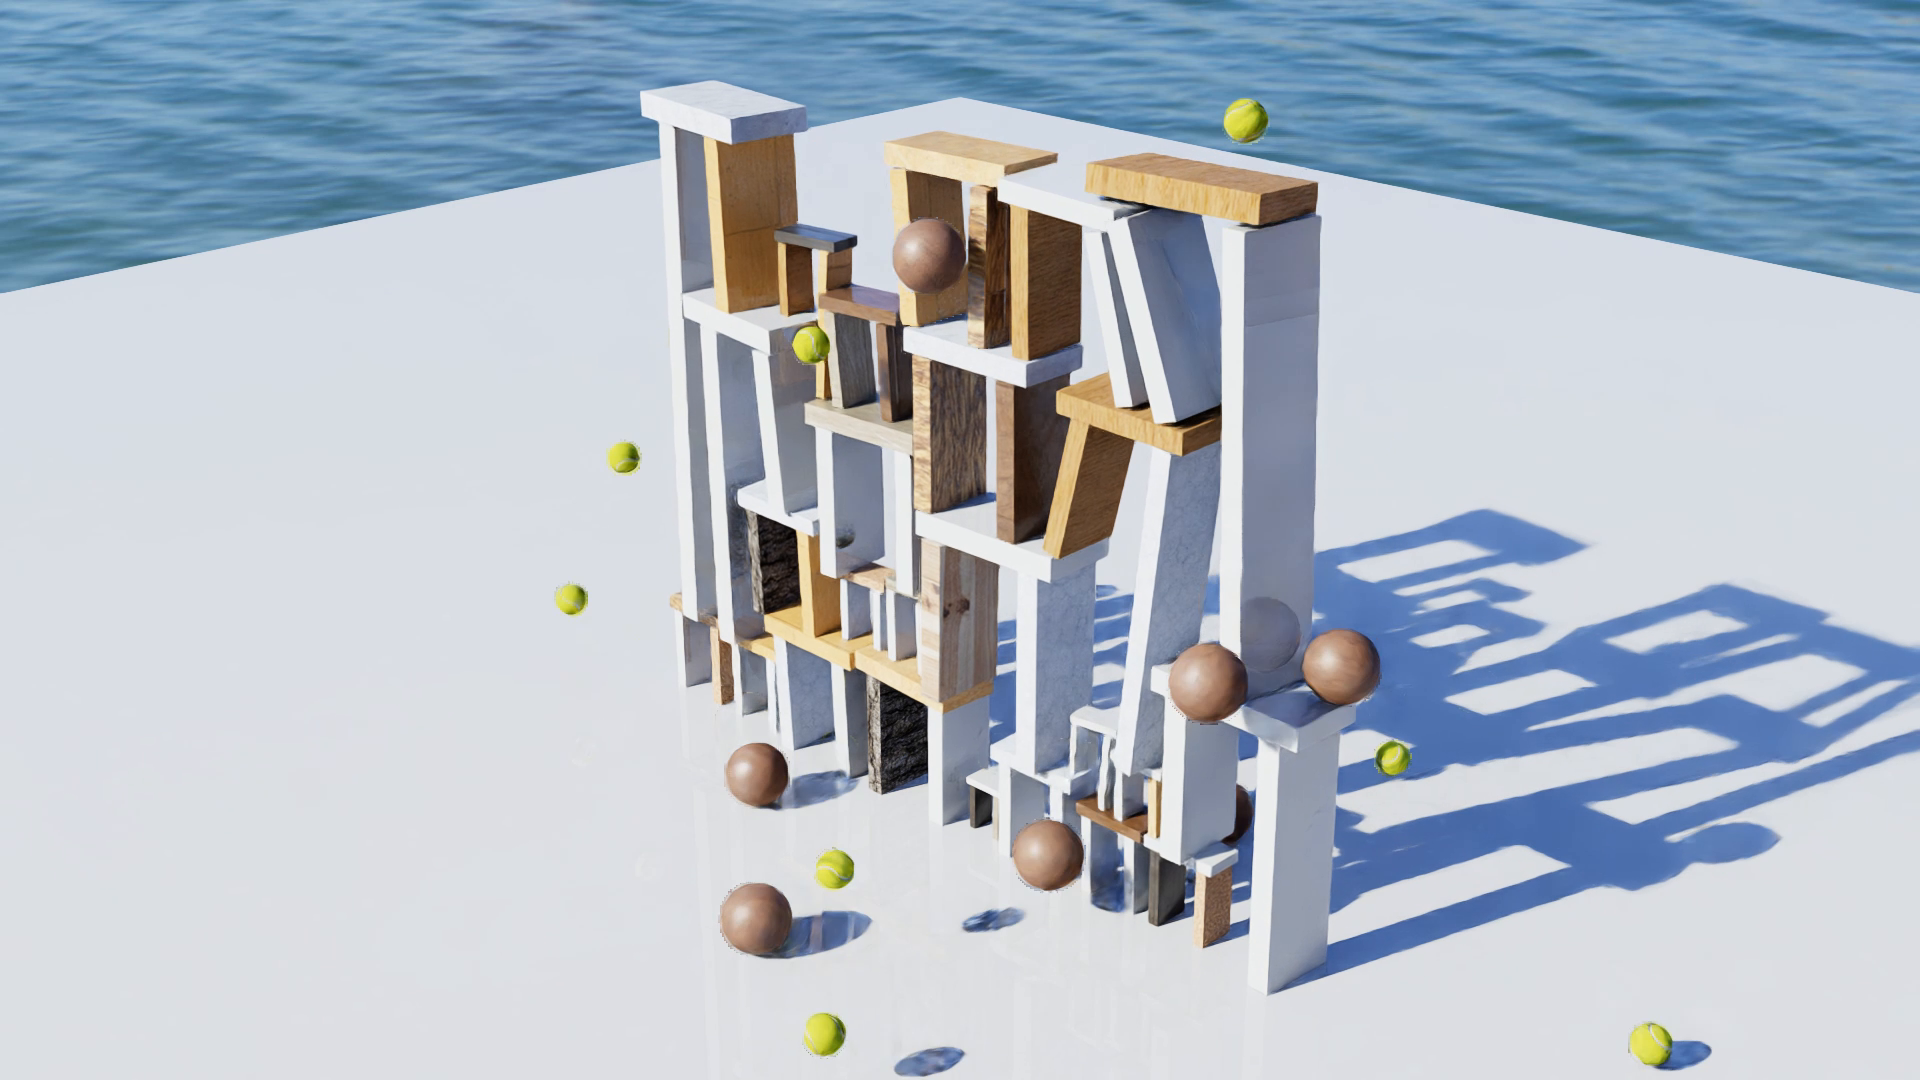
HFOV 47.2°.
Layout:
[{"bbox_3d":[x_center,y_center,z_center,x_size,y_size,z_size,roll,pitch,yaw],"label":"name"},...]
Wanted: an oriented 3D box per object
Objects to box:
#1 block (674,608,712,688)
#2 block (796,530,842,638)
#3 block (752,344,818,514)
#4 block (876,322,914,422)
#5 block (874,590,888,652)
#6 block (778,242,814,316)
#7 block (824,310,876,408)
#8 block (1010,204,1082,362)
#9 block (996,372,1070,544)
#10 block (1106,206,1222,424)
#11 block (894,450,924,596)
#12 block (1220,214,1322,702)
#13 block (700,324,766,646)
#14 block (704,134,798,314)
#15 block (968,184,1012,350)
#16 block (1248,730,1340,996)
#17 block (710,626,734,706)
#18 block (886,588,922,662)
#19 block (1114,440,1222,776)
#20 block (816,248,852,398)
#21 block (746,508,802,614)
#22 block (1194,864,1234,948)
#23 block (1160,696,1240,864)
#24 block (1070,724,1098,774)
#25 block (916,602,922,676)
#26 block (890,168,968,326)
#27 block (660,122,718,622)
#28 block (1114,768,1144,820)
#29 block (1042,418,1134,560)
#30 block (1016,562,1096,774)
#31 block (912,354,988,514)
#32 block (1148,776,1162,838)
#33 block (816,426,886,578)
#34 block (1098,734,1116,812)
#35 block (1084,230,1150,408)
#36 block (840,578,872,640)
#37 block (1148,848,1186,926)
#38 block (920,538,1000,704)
[{"bbox_3d":[-0.596,0.231,4.976,0.027,0.187,0.094,21,31,41],"label":"block"},{"bbox_3d":[-0.272,0.070,4.506,0.034,0.237,0.118,22,34,40],"label":"block"},{"bbox_3d":[-0.319,-0.238,4.411,0.168,0.337,0.048,-24,30,-38],"label":"block"},{"bbox_3d":[-0.114,-0.330,4.197,0.027,0.191,0.095,16,28,38],"label":"block"},{"bbox_3d":[-0.143,0.152,4.438,0.067,0.134,0.019,-20,31,-38],"label":"block"},{"bbox_3d":[-0.322,-0.520,4.326,0.021,0.147,0.073,20,32,37],"label":"block"},{"bbox_3d":[-0.213,-0.361,4.271,0.027,0.191,0.095,13,26,40],"label":"block"},{"bbox_3d":[0.152,-0.465,3.848,0.039,0.277,0.139,22,33,40],"label":"block"},{"bbox_3d":[0.133,-0.160,3.990,0.043,0.304,0.152,19,30,40],"label":"block"},{"bbox_3d":[0.357,-0.378,3.627,0.170,0.339,0.048,-22,12,-37],"label":"block"},{"bbox_3d":[-0.059,-0.053,4.275,0.042,0.293,0.147,19,29,38],"label":"block"},{"bbox_3d":[0.510,-0.128,3.626,0.170,0.806,0.048,-17,25,-34],"label":"block"},{"bbox_3d":[-0.449,-0.133,4.656,0.048,0.715,0.168,20,30,40],"label":"block"},{"bbox_3d":[-0.406,-0.635,4.350,0.173,0.346,0.049,-16,27,-32],"label":"block"},{"bbox_3d":[0.079,-0.496,3.913,0.041,0.287,0.144,21,30,39],"label":"block"},{"bbox_3d":[0.583,0.543,3.839,0.161,0.501,0.046,-19,28,-37],"label":"block"},{"bbox_3d":[-0.507,0.266,4.895,0.027,0.187,0.094,21,31,40],"label":"block"},{"bbox_3d":[-0.109,0.160,4.398,0.076,0.152,0.022,-20,29,-39],"label":"block"},{"bbox_3d":[0.365,0.113,3.837,0.144,0.652,0.041,-22,39,-37],"label":"block"},{"bbox_3d":[-0.245,-0.425,4.289,0.021,0.292,0.073,17,24,36],"label":"block"},{"bbox_3d":[-0.384,0.027,4.610,0.118,0.237,0.034,-24,33,-39],"label":"block"},{"bbox_3d":[0.461,0.658,4.008,0.079,0.158,0.022,-21,30,-40],"label":"block"},{"bbox_3d":[0.431,0.404,3.935,0.046,0.321,0.161,20,30,40],"label":"block"},{"bbox_3d":[0.233,0.384,4.125,0.053,0.105,0.015,-14,29,-30],"label":"block"},{"bbox_3d":[-0.050,0.187,4.337,0.076,0.152,0.022,-20,27,-40],"label":"block"},{"bbox_3d":[-0.054,-0.549,4.041,0.041,0.287,0.144,13,25,41],"label":"block"},{"bbox_3d":[-0.526,-0.354,4.651,0.173,1.091,0.049,-21,31,-40],"label":"block"},{"bbox_3d":[0.314,0.453,4.069,0.061,0.121,0.017,-21,31,-39],"label":"block"},{"bbox_3d":[0.235,-0.114,3.906,0.144,0.287,0.041,-23,47,-39],"label":"block"},{"bbox_3d":[0.179,0.224,4.117,0.047,0.406,0.167,20,31,39],"label":"block"},{"bbox_3d":[-0.018,-0.215,4.122,0.043,0.304,0.152,21,30,40],"label":"block"},{"bbox_3d":[0.370,0.477,4.014,0.017,0.124,0.061,20,32,40],"label":"block"},{"bbox_3d":[-0.217,-0.094,4.398,0.042,0.314,0.147,18,29,37],"label":"block"},{"bbox_3d":[0.284,0.425,4.090,0.015,0.156,0.053,22,29,37],"label":"block"},{"bbox_3d":[0.298,-0.384,3.691,0.139,0.297,0.039,-22,17,-37],"label":"block"},{"bbox_3d":[-0.213,0.130,4.491,0.019,0.135,0.067,19,30,38],"label":"block"},{"bbox_3d":[0.385,0.630,4.074,0.022,0.158,0.079,20,30,41],"label":"block"},{"bbox_3d":[0.001,0.133,4.240,0.047,0.333,0.166,22,31,38],"label":"block"}]
